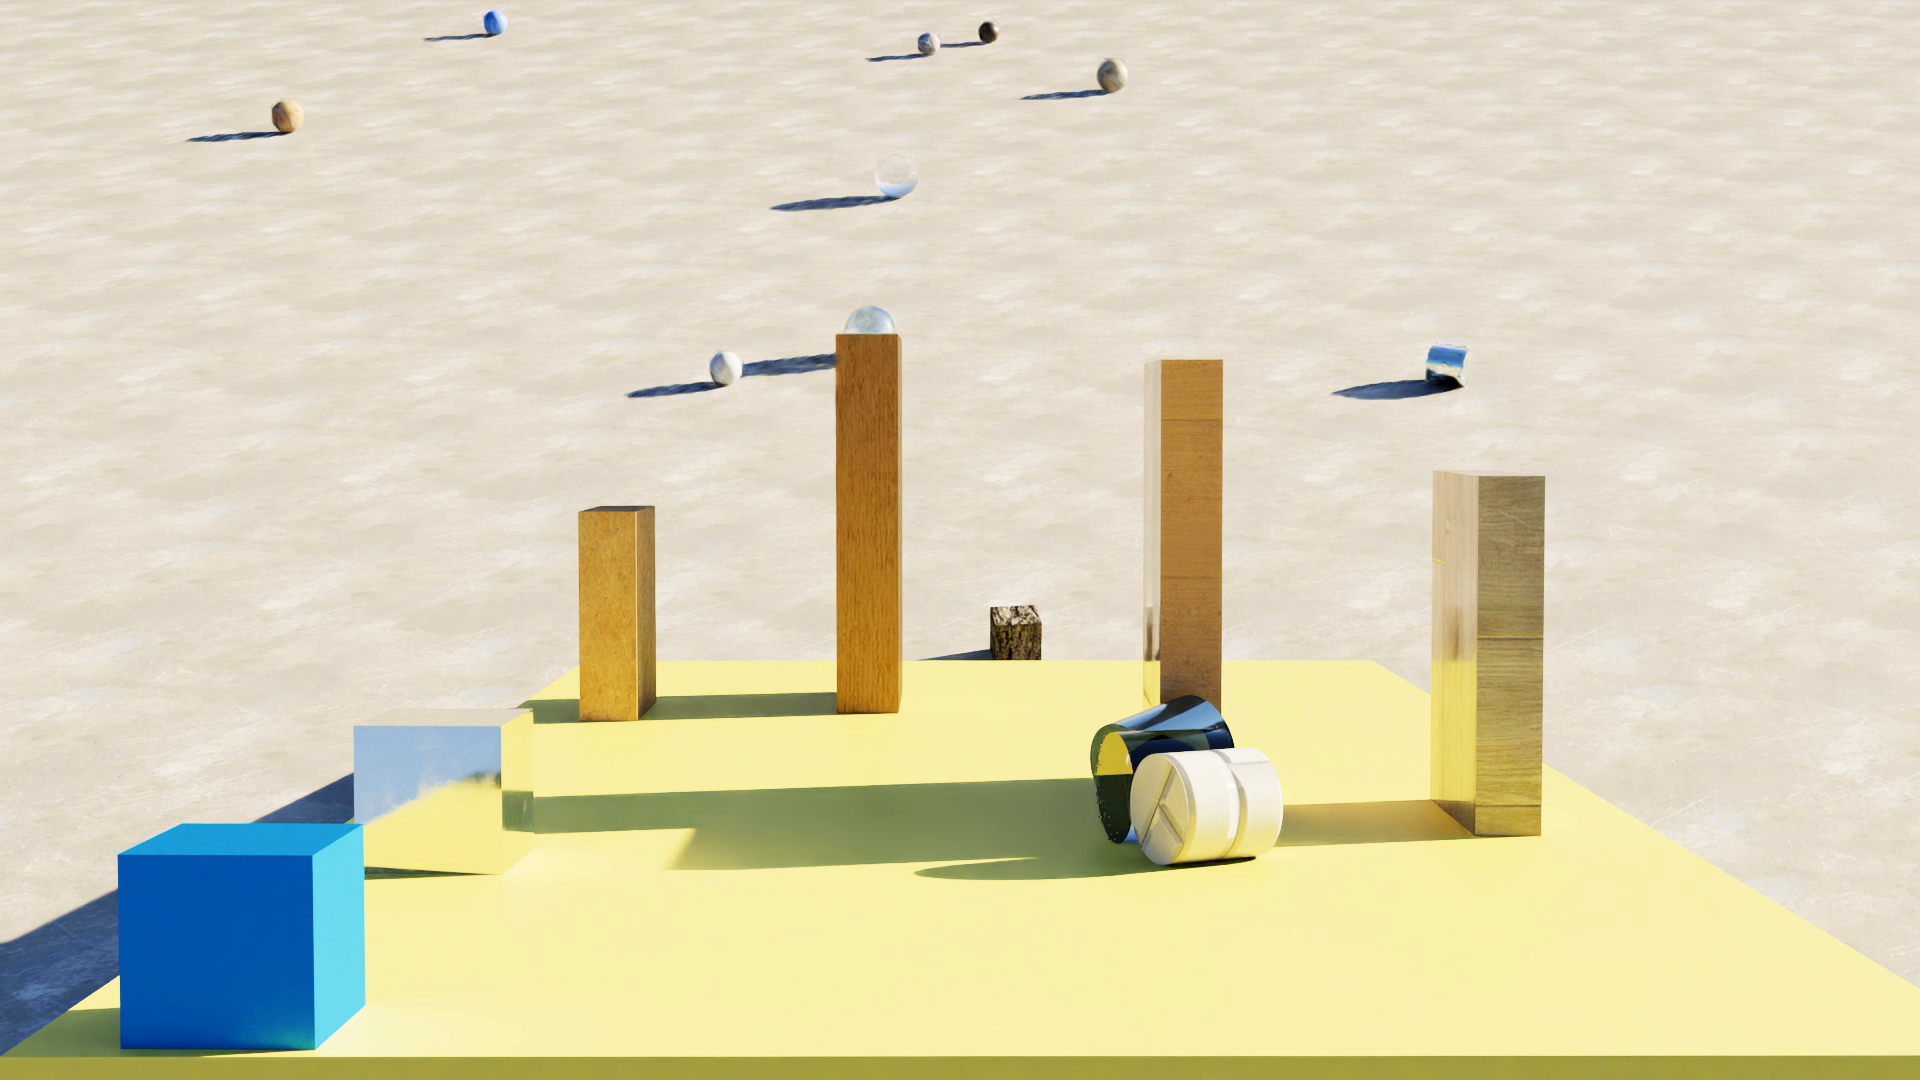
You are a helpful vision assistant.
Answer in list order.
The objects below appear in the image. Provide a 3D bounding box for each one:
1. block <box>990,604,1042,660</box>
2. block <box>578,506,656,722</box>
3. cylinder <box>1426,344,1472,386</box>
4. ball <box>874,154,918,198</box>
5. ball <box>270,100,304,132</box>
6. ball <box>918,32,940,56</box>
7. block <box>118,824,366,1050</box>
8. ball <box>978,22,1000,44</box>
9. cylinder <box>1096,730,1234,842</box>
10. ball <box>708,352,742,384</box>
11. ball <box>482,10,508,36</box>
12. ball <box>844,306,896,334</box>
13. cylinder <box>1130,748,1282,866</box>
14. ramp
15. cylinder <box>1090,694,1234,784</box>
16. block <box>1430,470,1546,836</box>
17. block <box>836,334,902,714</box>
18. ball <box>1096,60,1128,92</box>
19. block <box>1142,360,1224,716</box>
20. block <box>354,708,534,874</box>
[{"bbox_3d":[0.146,0.252,6.755,0.121,0.121,0.121,-2,22,-6],"label":"block"},{"bbox_3d":[-0.719,0.148,5.417,0.117,0.429,0.340,0,3,0],"label":"block"},{"bbox_3d":[1.688,-0.602,8.879,0.129,0.129,0.129,10,24,23],"label":"cylinder"},{"bbox_3d":[-0.278,-1.597,11.286,0.191,0.191,0.191,0,22,0],"label":"ball"},{"bbox_3d":[-3.263,-2.056,12.477,0.159,0.159,0.159,0,22,0],"label":"ball"},{"bbox_3d":[-0.174,-2.750,14.258,0.126,0.126,0.126,0,22,0],"label":"ball"},{"bbox_3d":[-0.736,0.405,2.652,0.195,0.195,0.195,0,3,2],"label":"block"},{"bbox_3d":[0.163,-2.881,14.589,0.123,0.123,0.123,0,22,0],"label":"ball"},{"bbox_3d":[0.306,0.363,3.797,0.164,0.164,0.164,1,21,-19],"label":"cylinder"},{"bbox_3d":[-0.810,-0.594,8.877,0.117,0.117,0.117,0,22,0],"label":"ball"},{"bbox_3d":[-2.677,-2.979,14.809,0.141,0.141,0.141,0,22,0],"label":"ball"},{"bbox_3d":[-0.321,-0.741,9.154,0.185,0.185,0.185,0,22,0],"label":"ball"},{"bbox_3d":[0.347,0.375,3.630,0.156,0.156,0.156,-1,20,-27],"label":"cylinder"},{"bbox_3d":[0.051,0.457,4.533,2.000,0.100,4.000,0,3,0],"label":"ramp"},{"bbox_3d":[0.315,0.339,3.990,0.160,0.160,0.160,-17,28,-36],"label":"cylinder"},{"bbox_3d":[0.818,0.164,4.005,0.099,0.537,0.366,0,3,0],"label":"block"},{"bbox_3d":[-0.195,-0.043,5.586,0.130,0.794,0.429,0,3,0],"label":"block"},{"bbox_3d":[0.791,-2.412,13.356,0.168,0.168,0.168,0,22,0],"label":"ball"},{"bbox_3d":[0.367,0.062,4.274,0.098,0.715,0.371,0,3,0],"label":"block"},{"bbox_3d":[-0.724,0.351,3.625,0.205,0.205,0.205,0,3,3],"label":"block"}]
